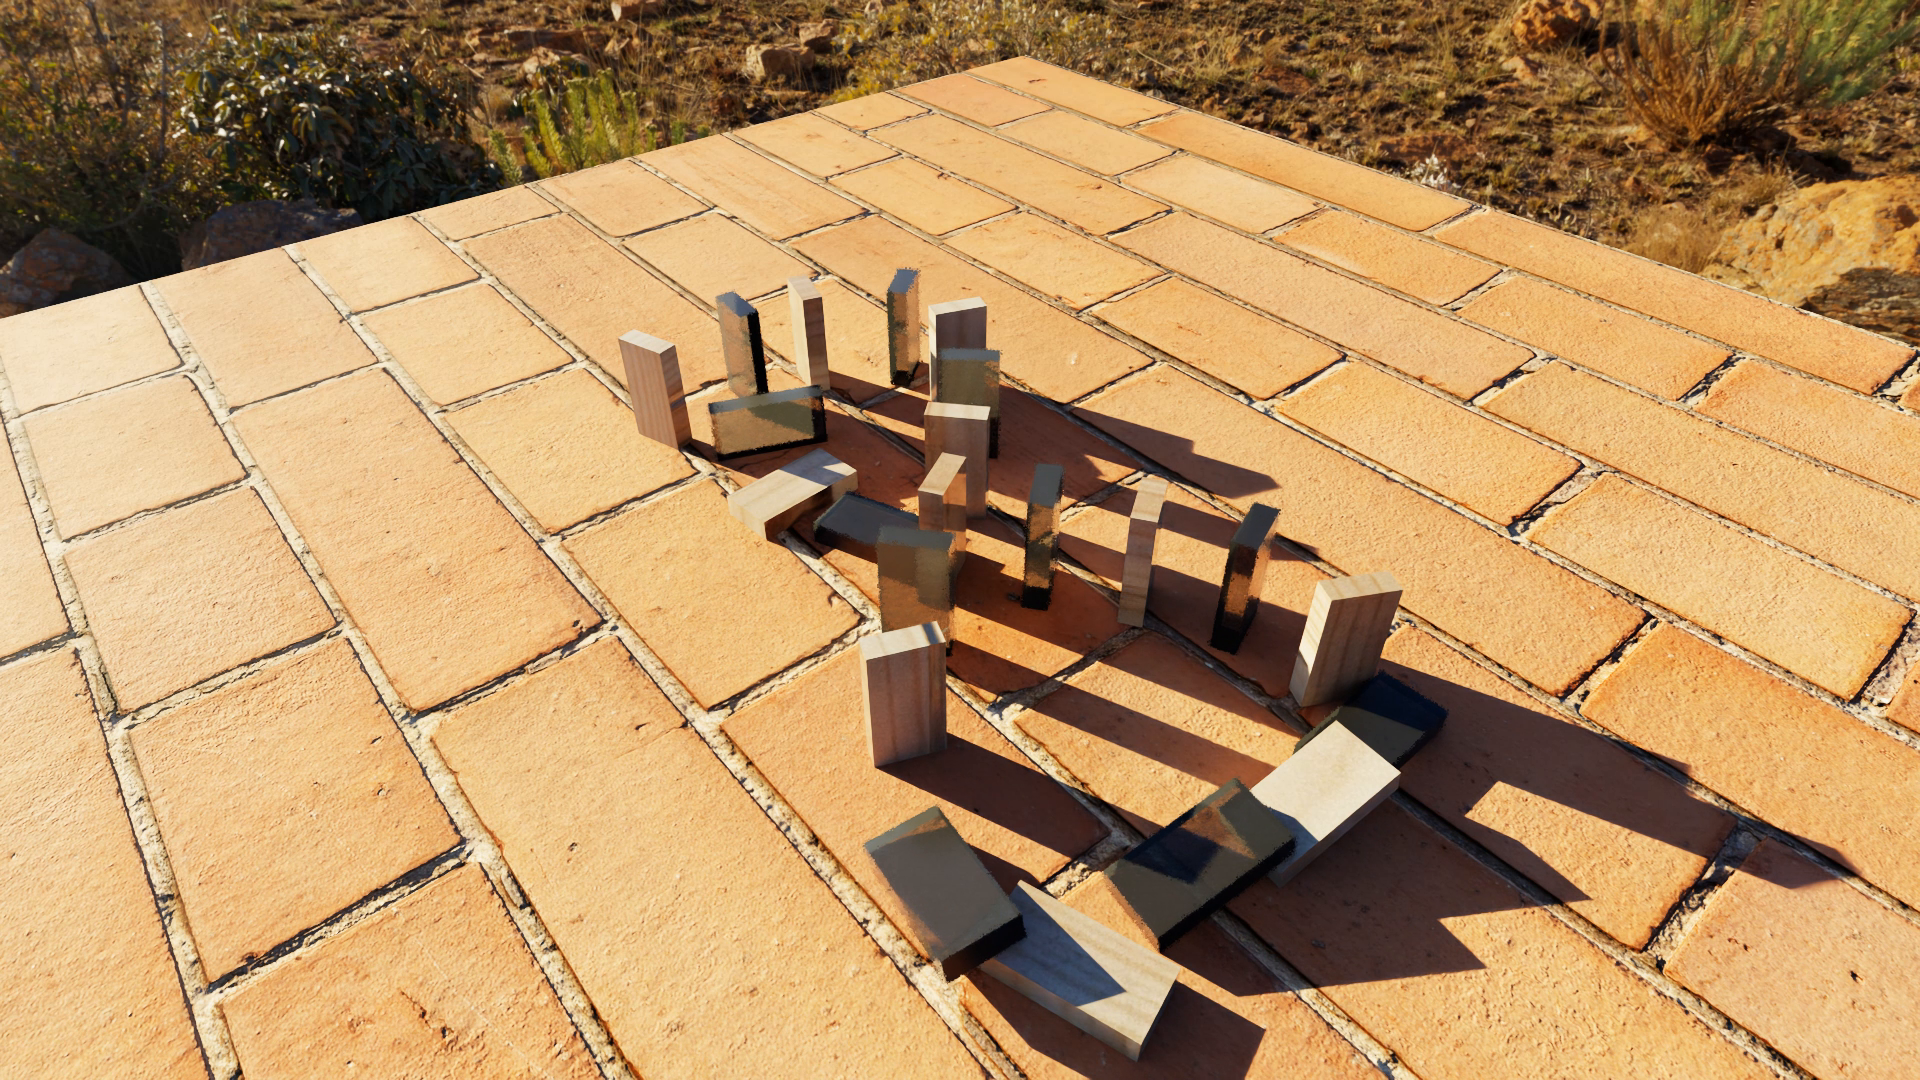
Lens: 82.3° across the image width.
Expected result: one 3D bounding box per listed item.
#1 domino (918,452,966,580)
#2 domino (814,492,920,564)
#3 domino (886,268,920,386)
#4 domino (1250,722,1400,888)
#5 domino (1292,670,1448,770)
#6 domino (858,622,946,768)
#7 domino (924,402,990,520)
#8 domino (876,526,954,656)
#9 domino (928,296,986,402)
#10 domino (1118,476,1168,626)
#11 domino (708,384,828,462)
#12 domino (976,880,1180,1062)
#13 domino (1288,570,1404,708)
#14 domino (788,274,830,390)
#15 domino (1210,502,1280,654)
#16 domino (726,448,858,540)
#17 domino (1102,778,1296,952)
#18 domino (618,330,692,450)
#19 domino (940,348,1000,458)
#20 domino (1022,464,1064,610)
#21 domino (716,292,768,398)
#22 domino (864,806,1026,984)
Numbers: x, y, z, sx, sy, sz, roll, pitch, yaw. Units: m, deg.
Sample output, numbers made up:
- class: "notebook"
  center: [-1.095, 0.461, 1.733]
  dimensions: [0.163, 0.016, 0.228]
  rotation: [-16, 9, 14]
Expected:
- class: "domino"
  center: [-0.006, -0.005, 0.418]
  dimensions: [0.009, 0.050, 0.025]
  rotation: [13, 41, 15]
- class: "domino"
  center: [-0.031, -0.002, 0.446]
  dimensions: [0.050, 0.010, 0.025]
  rotation: [19, 43, 22]
- class: "domino"
  center: [-0.027, -0.104, 0.538]
  dimensions: [0.009, 0.050, 0.025]
  rotation: [7, 40, 9]
- class: "domino"
  center: [0.107, 0.080, 0.336]
  dimensions: [0.050, 0.009, 0.025]
  rotation: [-33, 48, -16]
- class: "domino"
  center: [0.136, 0.065, 0.364]
  dimensions: [0.050, 0.010, 0.025]
  rotation: [-29, 47, -30]
- class: "domino"
  center: [-0.018, 0.050, 0.351]
  dimensions: [0.025, 0.050, 0.010]
  rotation: [-12, 41, -14]
- class: "domino"
  center: [-0.001, -0.032, 0.450]
  dimensions: [0.025, 0.050, 0.009]
  rotation: [6, 40, 7]
- class: "domino"
  center: [-0.015, 0.019, 0.389]
  dimensions: [0.025, 0.050, 0.009]
  rotation: [7, 40, 8]
- class: "domino"
  center: [-0.001, -0.088, 0.519]
  dimensions: [0.025, 0.050, 0.009]
  rotation: [-13, 41, -16]
- class: "domino"
  center: [0.067, 0.005, 0.406]
  dimensions: [0.009, 0.050, 0.025]
  rotation: [11, 41, 13]
- class: "domino"
  center: [-0.086, -0.053, 0.496]
  dimensions: [0.050, 0.025, 0.009]
  rotation: [-12, 41, -14]
- class: "domino"
  center: [0.032, 0.117, 0.301]
  dimensions: [0.050, 0.010, 0.025]
  rotation: [22, 44, 25]
- class: "domino"
  center: [0.129, 0.034, 0.370]
  dimensions: [0.025, 0.050, 0.010]
  rotation: [-8, 40, -9]
- class: "domino"
  center: [-0.073, -0.100, 0.533]
  dimensions: [0.010, 0.050, 0.025]
  rotation: [-15, 42, -18]
- class: "domino"
  center: [0.102, 0.014, 0.394]
  dimensions: [0.009, 0.050, 0.025]
  rotation: [20, 43, 22]
- class: "domino"
  center: [-0.071, -0.020, 0.468]
  dimensions: [0.025, 0.009, 0.050]
  rotation: [32, 49, 33]
- class: "domino"
  center: [0.070, 0.094, 0.320]
  dimensions: [0.050, 0.010, 0.025]
  rotation: [-31, 47, -14]
- class: "domino"
  center: [-0.136, -0.067, 0.493]
  dimensions: [0.025, 0.050, 0.010]
  rotation: [22, 44, 25]
- class: "domino"
  center: [0.005, -0.060, 0.484]
  dimensions: [0.025, 0.050, 0.010]
  rotation: [2, 39, 3]
- class: "domino"
  center: [0.031, -0.001, 0.412]
  dimensions: [0.009, 0.050, 0.025]
  rotation: [7, 40, 9]
- class: "domino"
  center: [-0.102, -0.089, 0.520]
  dimensions: [0.009, 0.050, 0.025]
  rotation: [-24, 45, -27]
- class: "domino"
  center: [-0.005, 0.099, 0.313]
  dimensions: [0.025, 0.010, 0.050]
  rotation: [-24, 34, -19]
